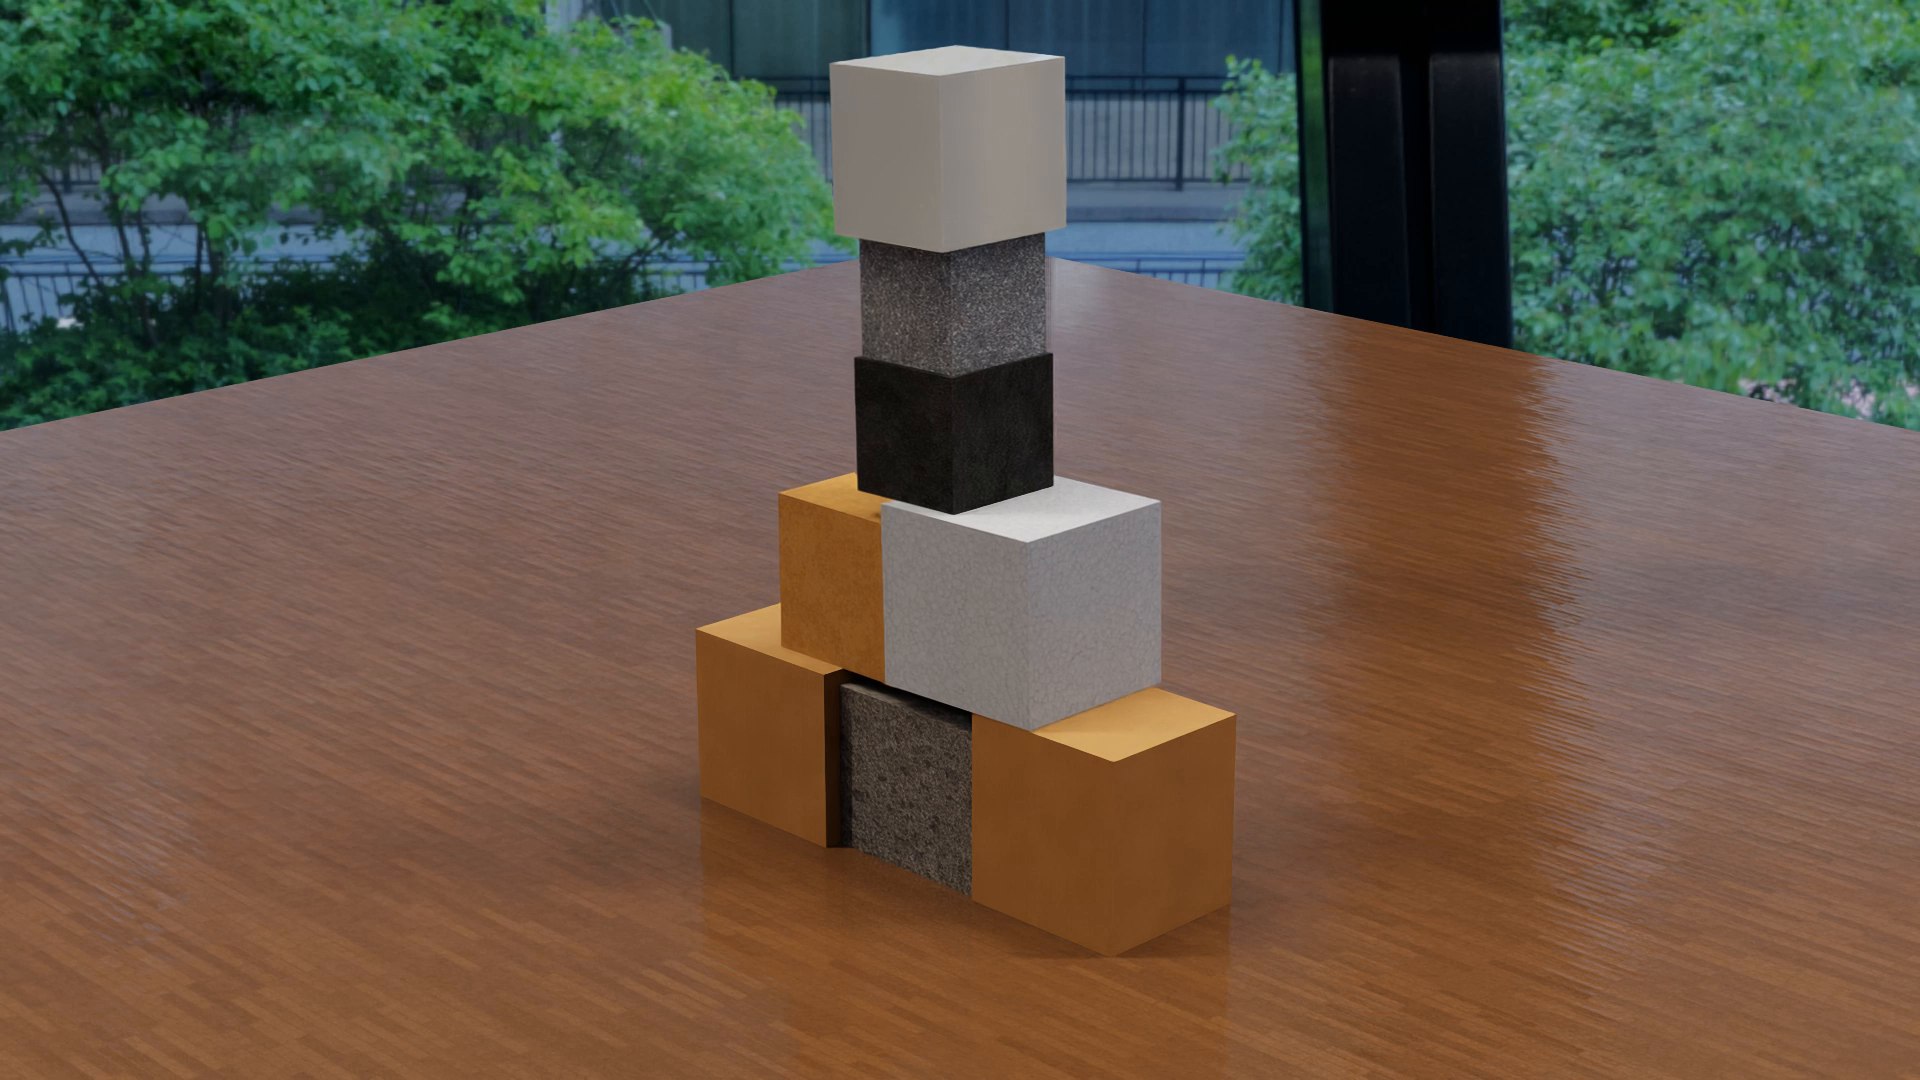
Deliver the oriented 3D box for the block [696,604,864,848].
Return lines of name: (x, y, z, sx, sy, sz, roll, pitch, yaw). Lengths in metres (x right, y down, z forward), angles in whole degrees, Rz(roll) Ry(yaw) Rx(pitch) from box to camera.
block: (-0.625, 0.838, 14.238, 0.918, 0.863, 0.913, -17, 24, -42)

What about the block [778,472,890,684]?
block: (-0.316, 0.144, 13.742, 0.738, 0.758, 0.760, -17, 24, -42)

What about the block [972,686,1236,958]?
block: (0.635, 1.193, 13.041, 0.801, 0.904, 0.843, -17, 24, -42)

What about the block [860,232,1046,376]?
block: (-0.030, -1.096, 13.028, 0.592, 0.563, 0.571, -17, 23, -42)

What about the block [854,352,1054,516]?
block: (-0.024, -0.530, 13.191, 0.643, 0.616, 0.614, -17, 23, -42)

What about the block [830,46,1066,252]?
block: (-0.047, -1.724, 12.836, 0.773, 0.751, 0.673, -17, 23, -42)

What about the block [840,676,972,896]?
block: (0.015, 1.064, 13.640, 0.742, 0.791, 0.876, -17, 24, -42)

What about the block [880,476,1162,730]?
block: (0.278, 0.241, 13.153, 0.861, 0.850, 0.903, -17, 23, -42)
